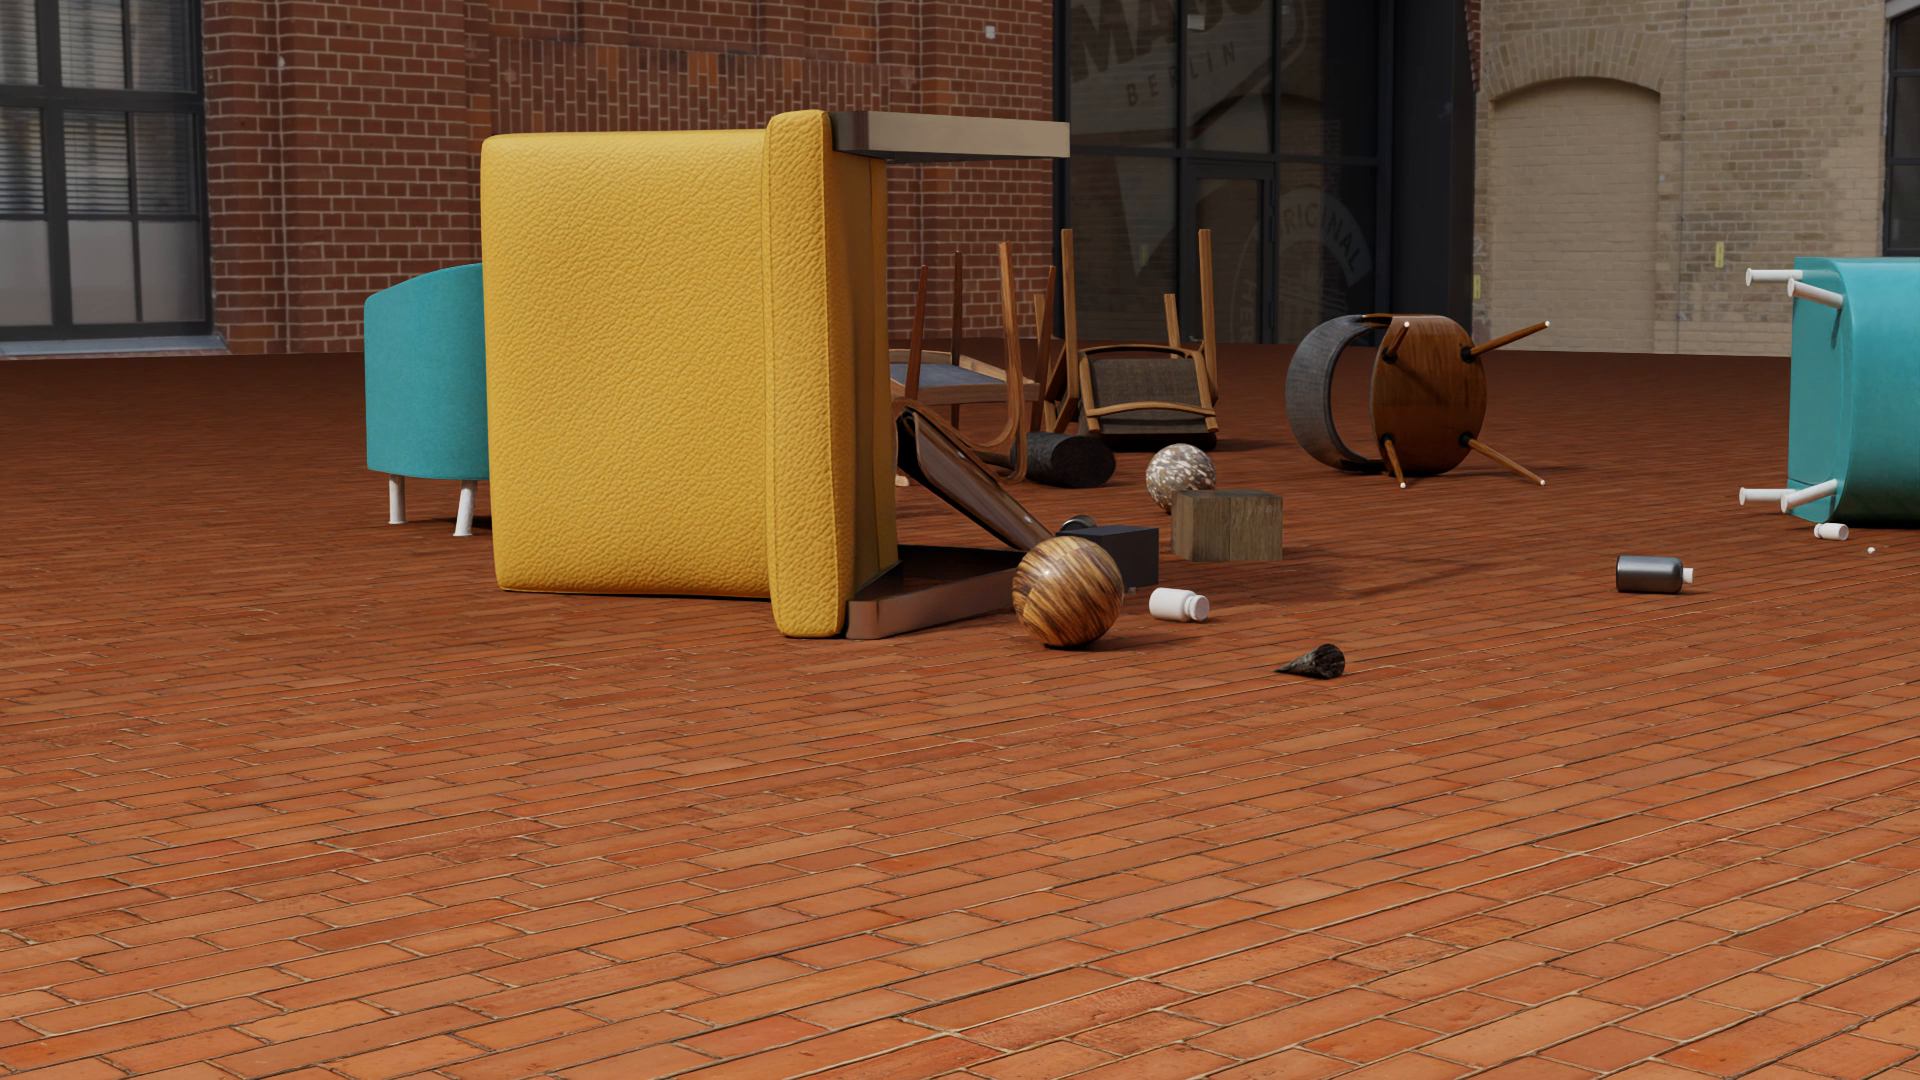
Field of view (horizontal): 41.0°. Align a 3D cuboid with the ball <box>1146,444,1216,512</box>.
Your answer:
[{"bbox_3d":[0.612,-0.170,7.108,0.196,0.196,0.196,0,6,0],"label":"ball"}]

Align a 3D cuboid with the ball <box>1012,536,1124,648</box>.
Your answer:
[{"bbox_3d":[0.191,0.092,4.548,0.199,0.199,0.199,0,6,0],"label":"ball"}]

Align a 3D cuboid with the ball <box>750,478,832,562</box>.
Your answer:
[{"bbox_3d":[-0.389,-0.045,5.915,0.192,0.192,0.192,0,6,0],"label":"ball"}]

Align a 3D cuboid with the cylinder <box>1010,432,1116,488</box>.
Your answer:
[{"bbox_3d":[0.322,-0.254,8.078,0.235,0.161,0.265,7,2,-28],"label":"cylinder"}]

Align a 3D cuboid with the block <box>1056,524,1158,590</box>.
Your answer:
[{"bbox_3d":[0.313,0.039,5.440,0.118,0.121,0.211,5,8,38],"label":"block"}]

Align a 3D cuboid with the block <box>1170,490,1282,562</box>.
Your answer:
[{"bbox_3d":[0.625,-0.035,6.035,0.213,0.148,0.219,-1,6,-9],"label":"block"}]

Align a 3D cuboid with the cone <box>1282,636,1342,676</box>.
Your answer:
[{"bbox_3d":[0.564,0.209,4.248,0.114,0.057,0.094,-31,-4,31],"label":"cone"}]
